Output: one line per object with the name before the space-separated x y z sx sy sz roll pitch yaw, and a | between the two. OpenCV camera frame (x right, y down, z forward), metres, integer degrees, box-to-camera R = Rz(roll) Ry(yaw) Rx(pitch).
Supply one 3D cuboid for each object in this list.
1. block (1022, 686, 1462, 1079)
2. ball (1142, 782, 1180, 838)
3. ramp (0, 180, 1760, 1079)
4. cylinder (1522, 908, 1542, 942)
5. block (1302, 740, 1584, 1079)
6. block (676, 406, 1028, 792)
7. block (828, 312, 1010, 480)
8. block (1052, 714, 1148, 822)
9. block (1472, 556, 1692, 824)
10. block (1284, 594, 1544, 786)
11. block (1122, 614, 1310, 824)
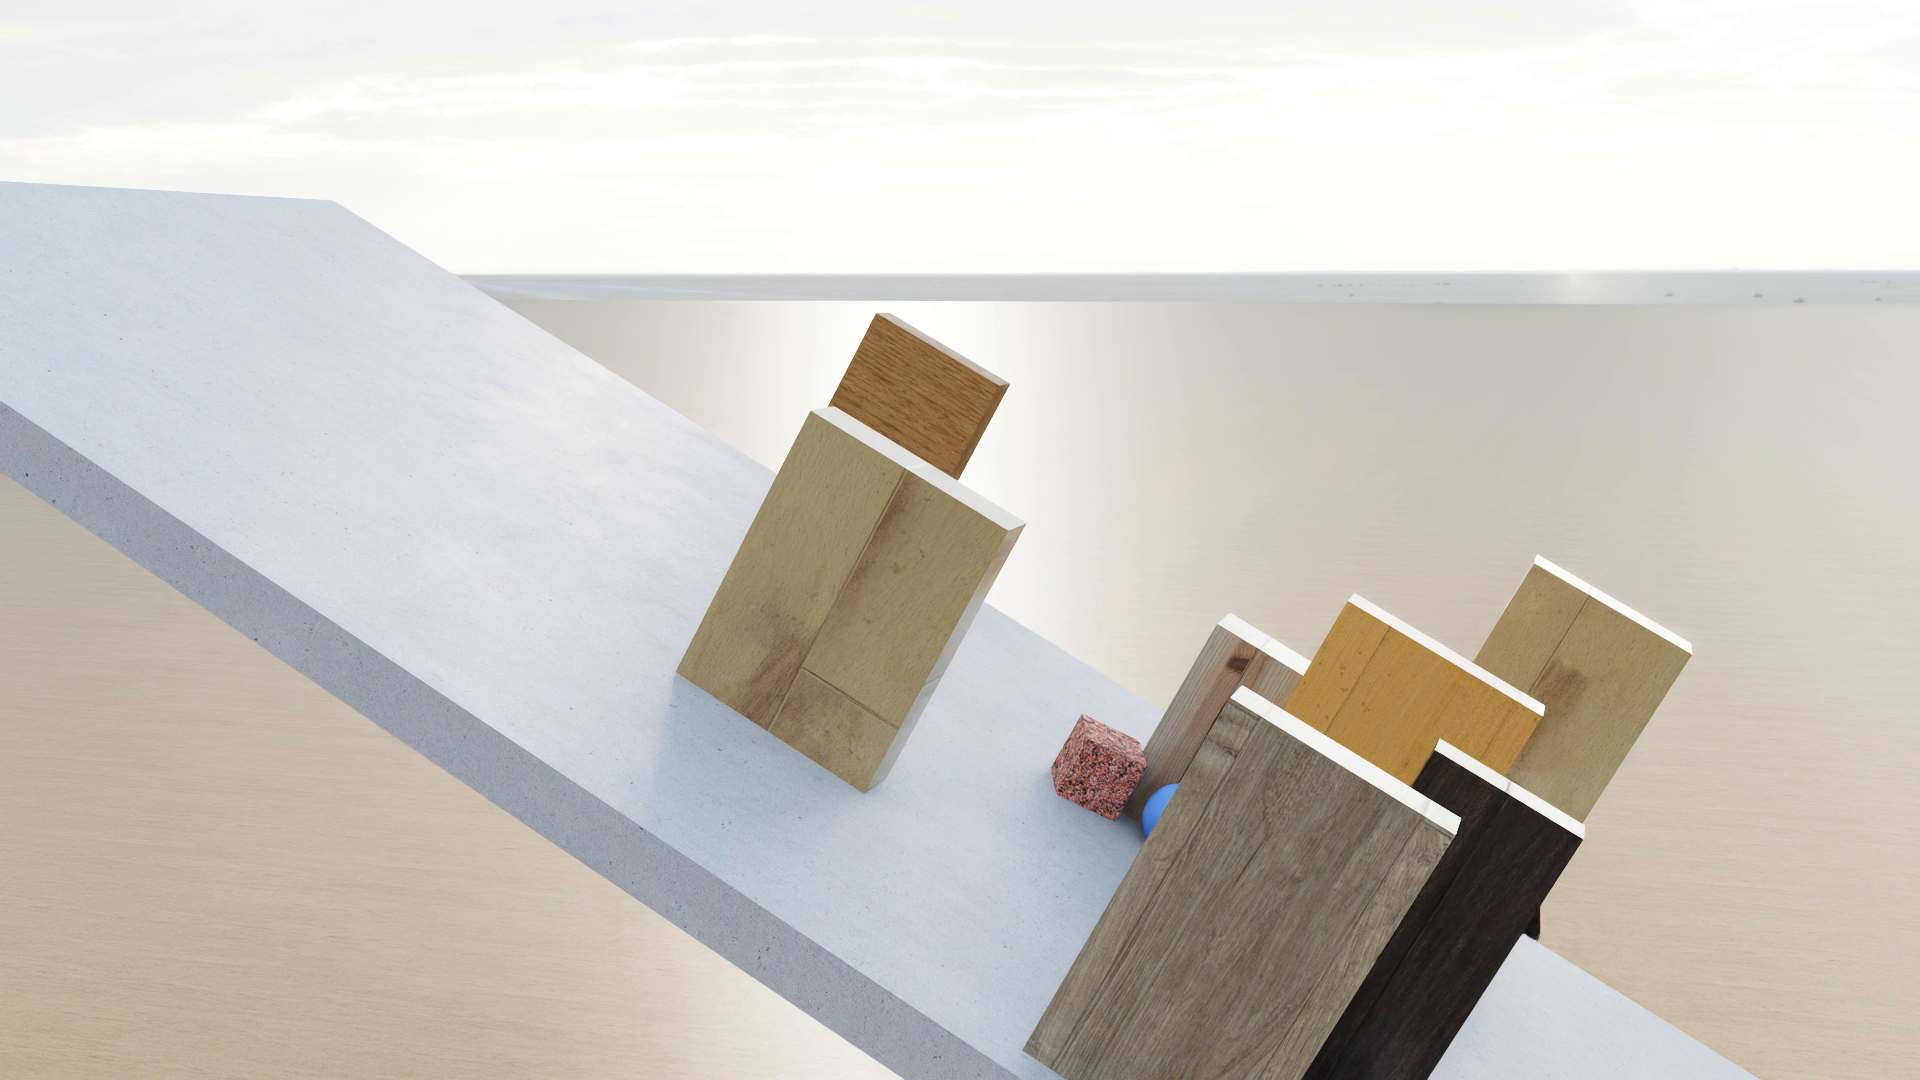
block | 0.386 0.552 3.061 0.346 0.601 0.094 31 15 11
ball | 0.413 0.528 4.132 0.141 0.141 0.141 0 7 0
ramp | -0.202 0.334 4.137 4.000 0.100 2.000 31 15 11
cylinder | 1.422 1.030 5.953 0.210 0.210 0.210 -5 9 -36
block | 0.665 0.626 3.303 0.243 0.615 0.081 31 15 11
block | -0.188 0.099 3.722 0.390 0.518 0.114 31 15 11
block | -0.160 -0.168 4.650 0.305 0.543 0.087 31 15 11
block | 0.265 0.435 4.206 0.127 0.127 0.127 26 14 -10
block | 1.183 0.446 4.650 0.361 0.739 0.140 31 15 11
block | 0.713 0.464 3.946 0.385 0.620 0.096 31 15 11
block | 0.578 0.431 4.216 0.407 0.418 0.136 31 15 11
